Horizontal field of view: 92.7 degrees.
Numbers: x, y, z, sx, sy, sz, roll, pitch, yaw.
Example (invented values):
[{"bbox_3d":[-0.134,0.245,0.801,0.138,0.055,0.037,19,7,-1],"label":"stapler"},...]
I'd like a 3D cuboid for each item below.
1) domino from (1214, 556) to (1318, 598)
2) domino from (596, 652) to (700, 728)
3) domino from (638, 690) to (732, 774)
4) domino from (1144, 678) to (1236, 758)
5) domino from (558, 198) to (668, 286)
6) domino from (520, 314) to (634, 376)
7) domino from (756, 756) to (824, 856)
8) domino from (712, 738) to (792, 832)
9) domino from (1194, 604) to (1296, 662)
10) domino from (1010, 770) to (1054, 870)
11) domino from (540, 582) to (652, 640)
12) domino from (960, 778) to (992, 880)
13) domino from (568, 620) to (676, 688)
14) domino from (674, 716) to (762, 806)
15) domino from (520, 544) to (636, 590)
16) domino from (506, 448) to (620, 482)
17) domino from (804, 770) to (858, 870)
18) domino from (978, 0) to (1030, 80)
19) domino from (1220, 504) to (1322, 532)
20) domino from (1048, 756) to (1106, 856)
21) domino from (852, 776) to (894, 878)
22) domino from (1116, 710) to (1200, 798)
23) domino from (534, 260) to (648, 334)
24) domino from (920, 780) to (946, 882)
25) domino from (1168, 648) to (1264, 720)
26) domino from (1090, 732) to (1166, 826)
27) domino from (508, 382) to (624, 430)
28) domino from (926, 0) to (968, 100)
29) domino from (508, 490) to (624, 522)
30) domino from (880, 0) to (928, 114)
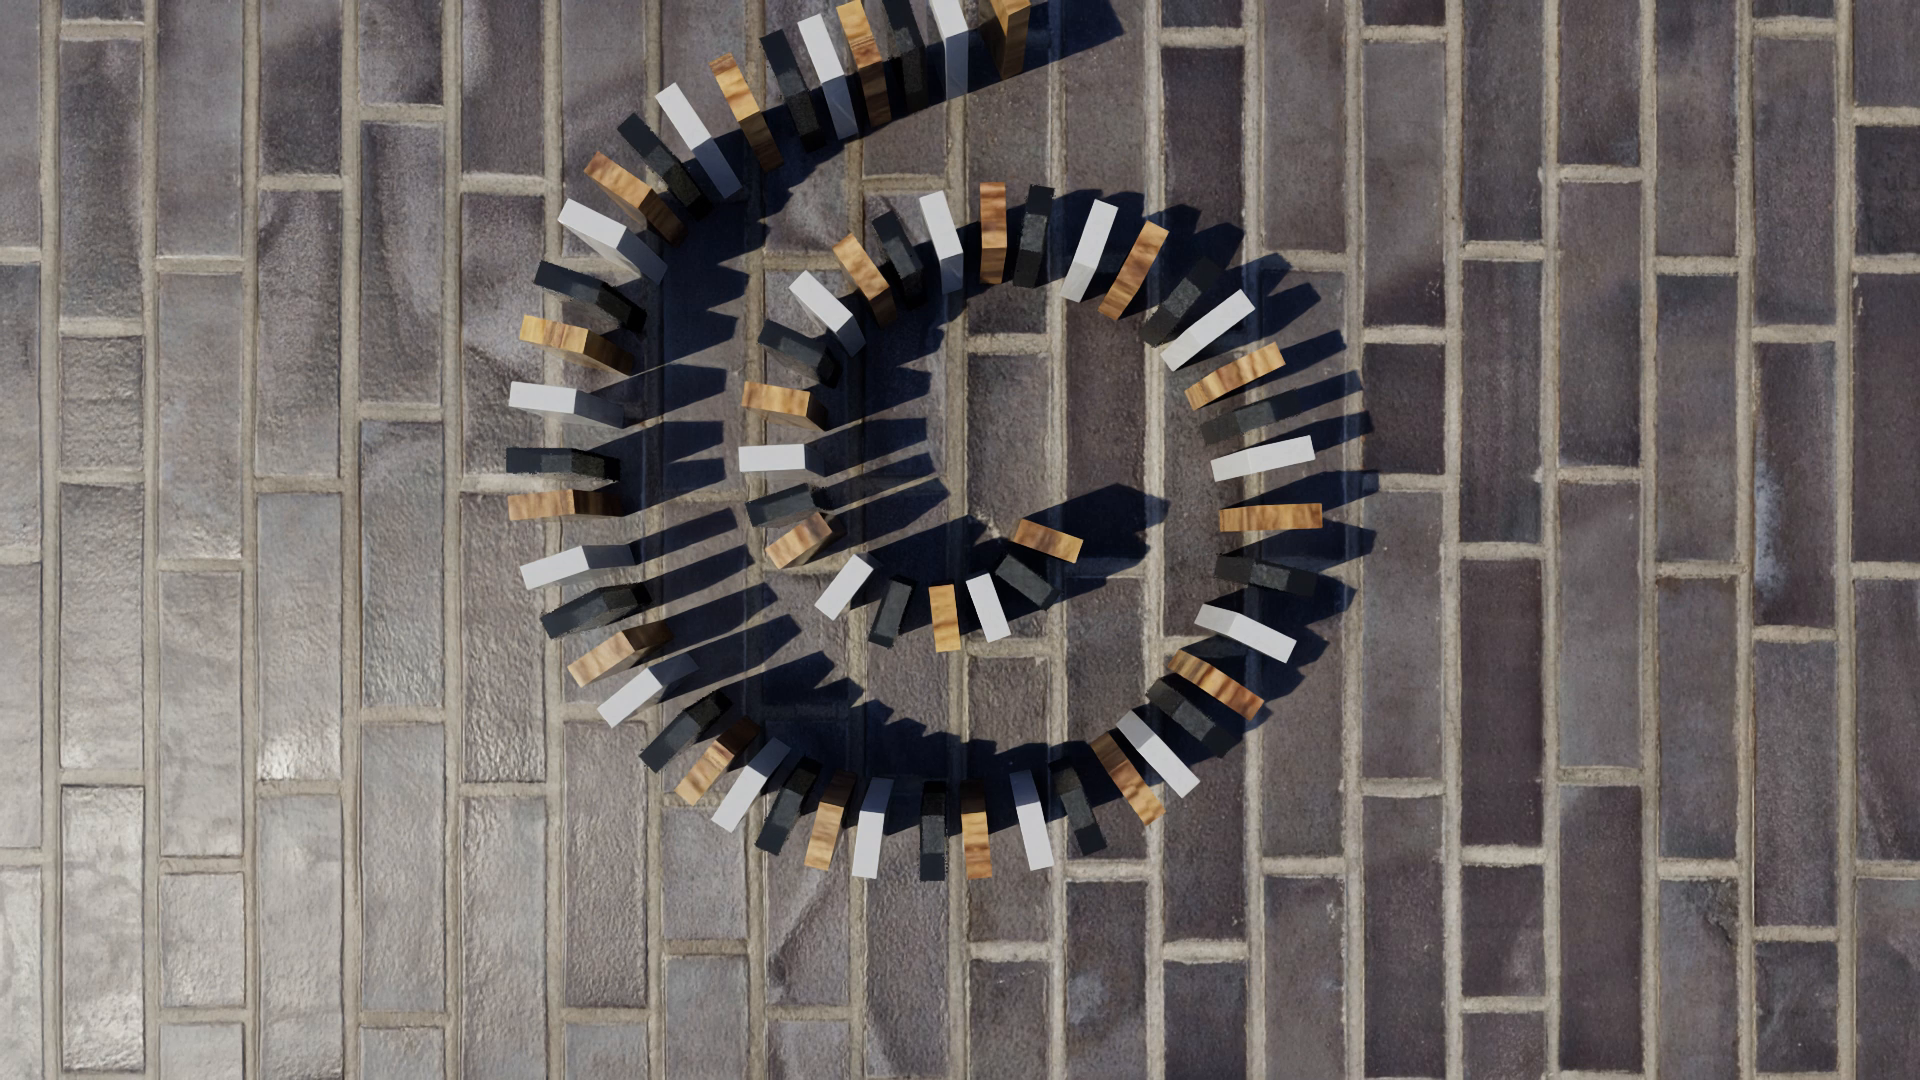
[{"bbox_3d":[0.124,0.015,0.375,0.025,0.050,0.009,13,90,0],"label":"domino"},{"bbox_3d":[-0.126,0.060,0.375,0.025,0.050,0.010,-39,90,0],"label":"domino"},{"bbox_3d":[-0.111,0.077,0.375,0.010,0.050,0.025,45,90,0],"label":"domino"},{"bbox_3d":[0.093,0.072,0.375,0.025,0.050,0.010,40,90,0],"label":"domino"},{"bbox_3d":[-0.141,-0.121,0.375,0.025,0.050,0.010,26,90,0],"label":"domino"},{"bbox_3d":[-0.155,-0.079,0.375,0.025,0.050,0.010,13,90,0],"label":"domino"},{"bbox_3d":[-0.069,0.107,0.375,0.010,0.050,0.025,24,90,0],"label":"domino"},{"bbox_3d":[-0.084,0.099,0.375,0.009,0.050,0.025,33,90,0],"label":"domino"},{"bbox_3d":[0.115,0.037,0.375,0.025,0.050,0.010,26,90,0],"label":"domino"},{"bbox_3d":[0.029,0.113,0.375,0.009,0.050,0.025,-13,90,0],"label":"domino"},{"bbox_3d":[-0.147,0.028,0.375,0.025,0.050,0.010,-27,90,0],"label":"domino"},{"bbox_3d":[0.006,0.117,0.375,0.010,0.050,0.025,-6,90,0],"label":"domino"},{"bbox_3d":[-0.137,0.046,0.375,0.025,0.050,0.009,-34,90,0],"label":"domino"},{"bbox_3d":[-0.098,0.089,0.375,0.010,0.050,0.025,39,90,0],"label":"domino"},{"bbox_3d":[-0.155,0.011,0.375,0.025,0.050,0.010,-19,90,0],"label":"domino"},{"bbox_3d":[-0.161,-0.030,0.375,0.025,0.050,0.010,0,90,0],"label":"domino"},{"bbox_3d":[-0.052,0.113,0.375,0.009,0.050,0.025,14,90,0],"label":"domino"},{"bbox_3d":[0.017,-0.214,0.375,0.009,0.050,0.025,-25,90,0],"label":"domino"},{"bbox_3d":[0.126,-0.009,0.375,0.025,0.050,0.009,-2,90,0],"label":"domino"},{"bbox_3d":[0.047,0.108,0.375,0.010,0.050,0.025,-21,90,0],"label":"domino"},{"bbox_3d":[-0.035,0.116,0.375,0.010,0.050,0.025,7,90,0],"label":"domino"},{"bbox_3d":[0.080,0.086,0.375,0.010,0.050,0.025,-43,90,0],"label":"domino"},{"bbox_3d":[-0.150,-0.099,0.375,0.025,0.050,0.010,18,90,0],"label":"domino"},{"bbox_3d":[-0.011,0.118,0.375,0.009,0.050,0.025,-1,90,0],"label":"domino"},{"bbox_3d":[0.103,0.058,0.375,0.025,0.050,0.009,34,90,0],"label":"domino"},{"bbox_3d":[0.068,0.096,0.375,0.010,0.050,0.025,-36,90,0],"label":"domino"},{"bbox_3d":[-0.159,-0.054,0.375,0.025,0.050,0.009,7,90,0],"label":"domino"},{"bbox_3d":[-0.005,-0.205,0.375,0.010,0.050,0.025,-19,90,0],"label":"domino"},{"bbox_3d":[-0.160,-0.013,0.375,0.025,0.050,0.009,-6,90,0],"label":"domino"},{"bbox_3d":[-0.022,-0.199,0.375,0.009,0.050,0.025,-19,90,0],"label":"domino"}]
